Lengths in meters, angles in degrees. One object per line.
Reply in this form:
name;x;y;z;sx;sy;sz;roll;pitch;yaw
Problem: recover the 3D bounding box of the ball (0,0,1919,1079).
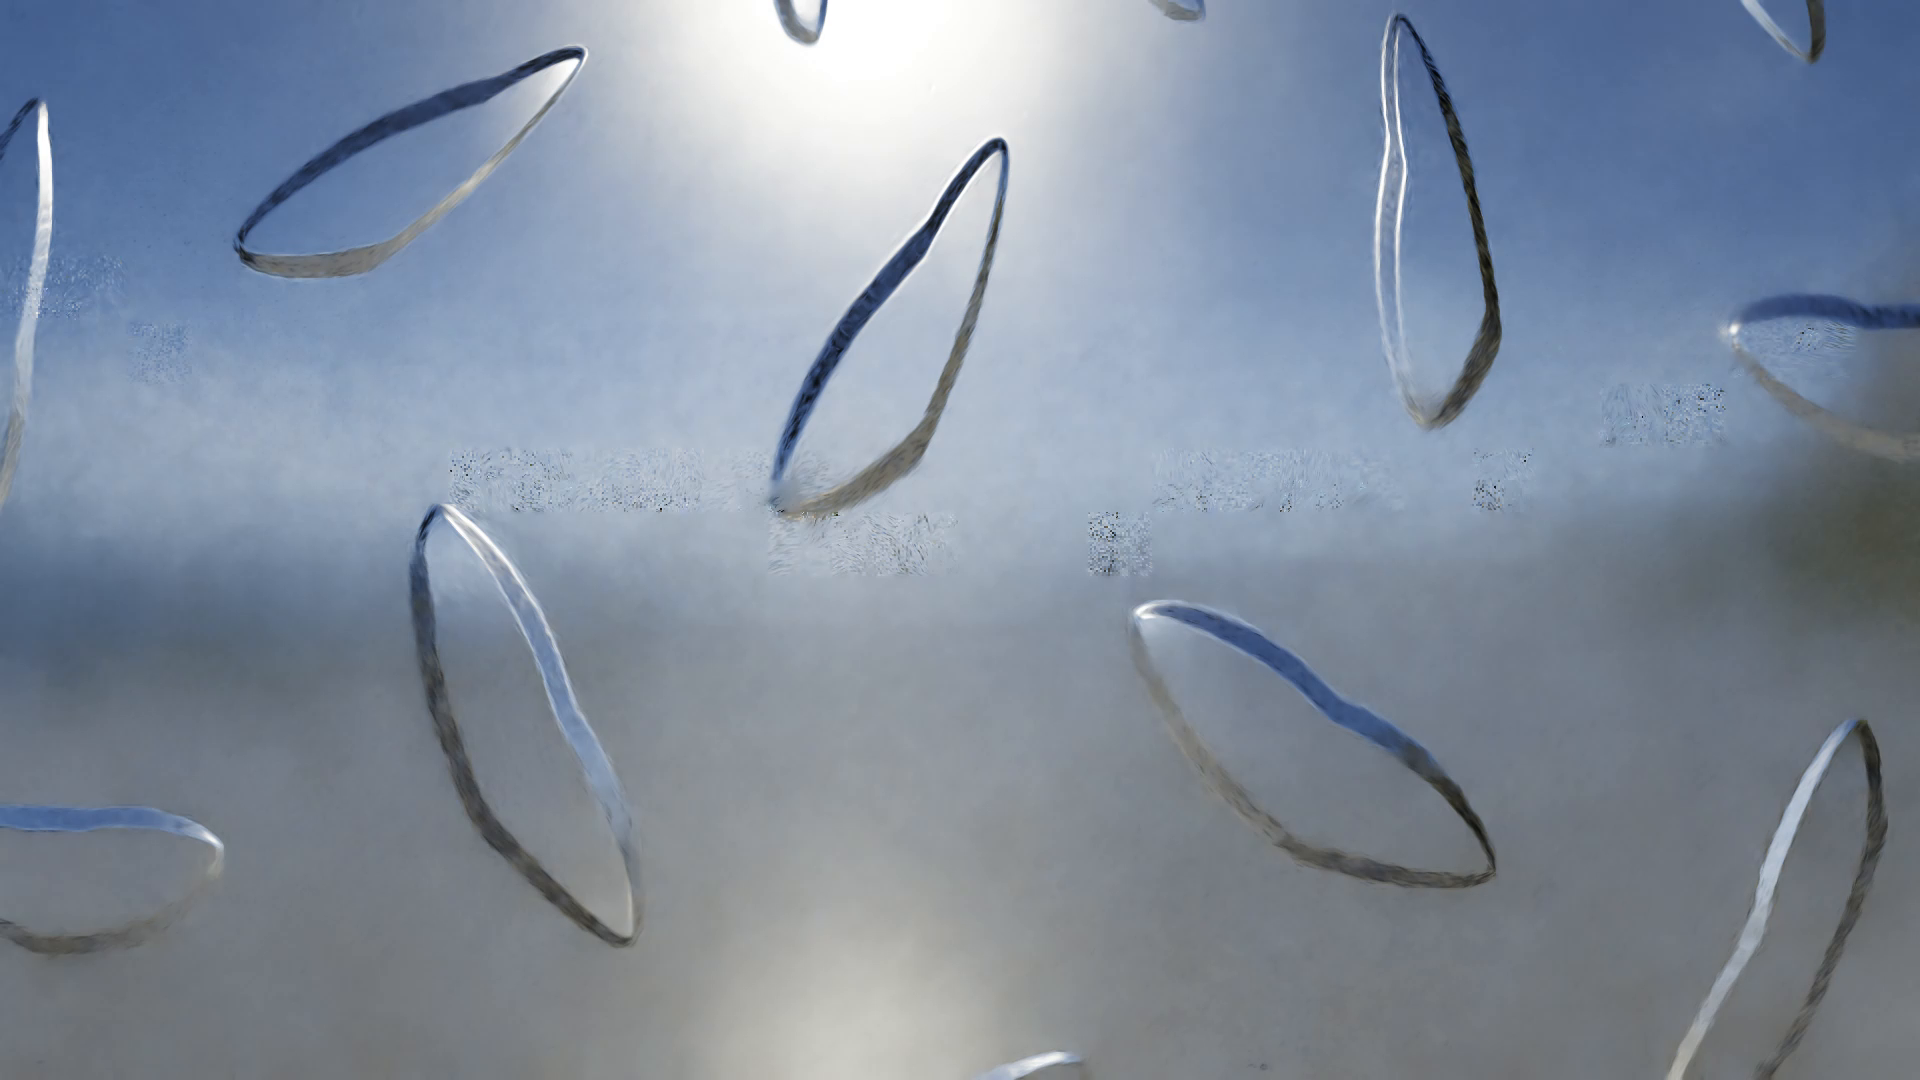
ball;0.000;-0.002;0.056;0.080;0.080;0.080;0;4;0
